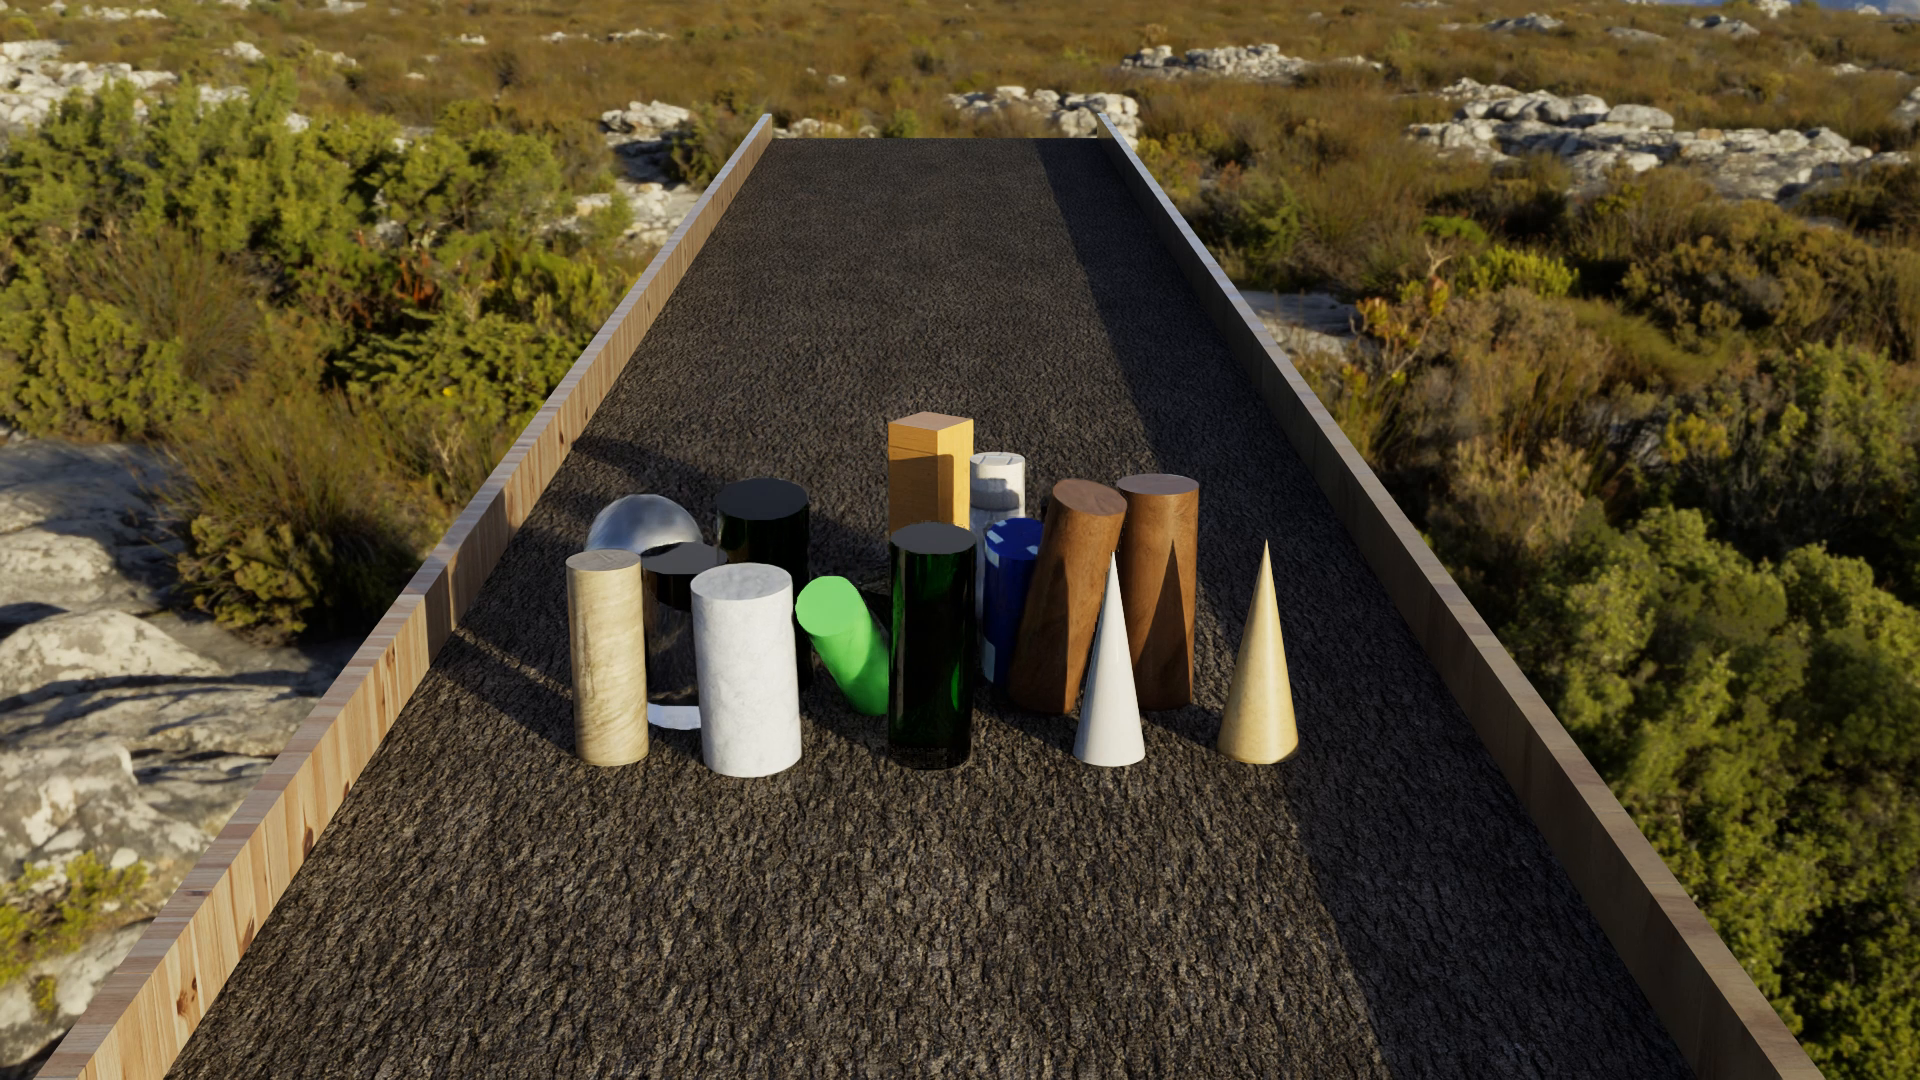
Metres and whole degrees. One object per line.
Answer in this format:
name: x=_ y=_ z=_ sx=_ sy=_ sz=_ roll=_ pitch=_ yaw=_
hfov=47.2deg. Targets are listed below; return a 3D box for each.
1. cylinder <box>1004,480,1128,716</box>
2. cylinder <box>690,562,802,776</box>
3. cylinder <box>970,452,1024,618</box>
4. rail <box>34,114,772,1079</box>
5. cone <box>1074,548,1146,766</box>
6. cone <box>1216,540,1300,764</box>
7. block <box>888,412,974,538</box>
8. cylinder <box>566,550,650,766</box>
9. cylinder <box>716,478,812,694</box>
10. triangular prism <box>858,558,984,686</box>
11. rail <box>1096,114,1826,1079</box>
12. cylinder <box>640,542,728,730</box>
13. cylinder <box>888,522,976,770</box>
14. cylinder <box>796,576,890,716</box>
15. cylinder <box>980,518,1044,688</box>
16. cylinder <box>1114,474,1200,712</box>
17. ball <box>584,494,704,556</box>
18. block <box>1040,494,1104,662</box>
cylinder: x=0.192 y=0.109 z=4.070 sx=0.139 sy=0.429 sz=0.139 roll=10 pitch=27 yaw=-5
cylinder: x=-0.374 y=0.227 z=3.858 sx=0.176 sy=0.333 sz=0.176 roll=-1 pitch=21 yaw=1
cylinder: x=0.078 y=-0.009 z=4.668 sx=0.116 sy=0.337 sz=0.116 roll=0 pitch=17 yaw=0
rail: x=-1.118 y=-0.838 z=7.780 sx=0.050 sy=0.150 sz=12.000 roll=0 pitch=17 yaw=-1
cone: x=0.267 y=0.197 z=3.891 sx=0.130 sy=0.384 sz=0.130 roll=0 pitch=17 yaw=0
cone: x=0.537 y=0.186 z=3.910 sx=0.151 sy=0.395 sz=0.151 roll=0 pitch=17 yaw=0
block: x=-0.064 y=-0.092 z=4.909 sx=0.134 sy=0.357 sz=0.134 roll=11 pitch=20 yaw=34
cylinder: x=-0.623 y=0.208 z=3.895 sx=0.131 sy=0.361 sz=0.131 roll=0 pitch=17 yaw=0
cylinder: x=-0.369 y=0.096 z=4.169 sx=0.171 sy=0.392 sz=0.171 roll=0 pitch=28 yaw=0
triangular prism: x=-0.048 y=0.126 z=4.133 sx=0.151 sy=0.131 sz=0.402 roll=14 pitch=-21 yaw=20
rail: x=0.932 y=-0.844 z=7.801 sx=0.050 sy=0.150 sz=12.000 roll=0 pitch=17 yaw=-1
cylinder: x=-0.509 y=0.177 z=4.077 sx=0.165 sy=0.306 sz=0.165 roll=1 pitch=20 yaw=0
cylinder: x=-0.050 y=0.187 z=3.857 sx=0.148 sy=0.409 sz=0.148 roll=1 pitch=22 yaw=-1
cylinder: x=-0.194 y=0.196 z=3.966 sx=0.114 sy=0.114 sz=0.391 roll=4 pitch=-24 yaw=13
cylinder: x=0.114 y=0.124 z=4.223 sx=0.139 sy=0.307 sz=0.139 roll=1 pitch=35 yaw=-1
cylinder: x=0.368 y=0.098 z=4.154 sx=0.154 sy=0.423 sz=0.154 roll=0 pitch=17 yaw=0
ball: x=-0.603 y=0.026 z=4.206 sx=0.231 sy=0.231 sz=0.231 roll=0 pitch=17 yaw=0
block: x=0.233 y=0.072 z=4.409 sx=0.103 sy=0.328 sz=0.103 roll=13 pitch=21 yaw=38
